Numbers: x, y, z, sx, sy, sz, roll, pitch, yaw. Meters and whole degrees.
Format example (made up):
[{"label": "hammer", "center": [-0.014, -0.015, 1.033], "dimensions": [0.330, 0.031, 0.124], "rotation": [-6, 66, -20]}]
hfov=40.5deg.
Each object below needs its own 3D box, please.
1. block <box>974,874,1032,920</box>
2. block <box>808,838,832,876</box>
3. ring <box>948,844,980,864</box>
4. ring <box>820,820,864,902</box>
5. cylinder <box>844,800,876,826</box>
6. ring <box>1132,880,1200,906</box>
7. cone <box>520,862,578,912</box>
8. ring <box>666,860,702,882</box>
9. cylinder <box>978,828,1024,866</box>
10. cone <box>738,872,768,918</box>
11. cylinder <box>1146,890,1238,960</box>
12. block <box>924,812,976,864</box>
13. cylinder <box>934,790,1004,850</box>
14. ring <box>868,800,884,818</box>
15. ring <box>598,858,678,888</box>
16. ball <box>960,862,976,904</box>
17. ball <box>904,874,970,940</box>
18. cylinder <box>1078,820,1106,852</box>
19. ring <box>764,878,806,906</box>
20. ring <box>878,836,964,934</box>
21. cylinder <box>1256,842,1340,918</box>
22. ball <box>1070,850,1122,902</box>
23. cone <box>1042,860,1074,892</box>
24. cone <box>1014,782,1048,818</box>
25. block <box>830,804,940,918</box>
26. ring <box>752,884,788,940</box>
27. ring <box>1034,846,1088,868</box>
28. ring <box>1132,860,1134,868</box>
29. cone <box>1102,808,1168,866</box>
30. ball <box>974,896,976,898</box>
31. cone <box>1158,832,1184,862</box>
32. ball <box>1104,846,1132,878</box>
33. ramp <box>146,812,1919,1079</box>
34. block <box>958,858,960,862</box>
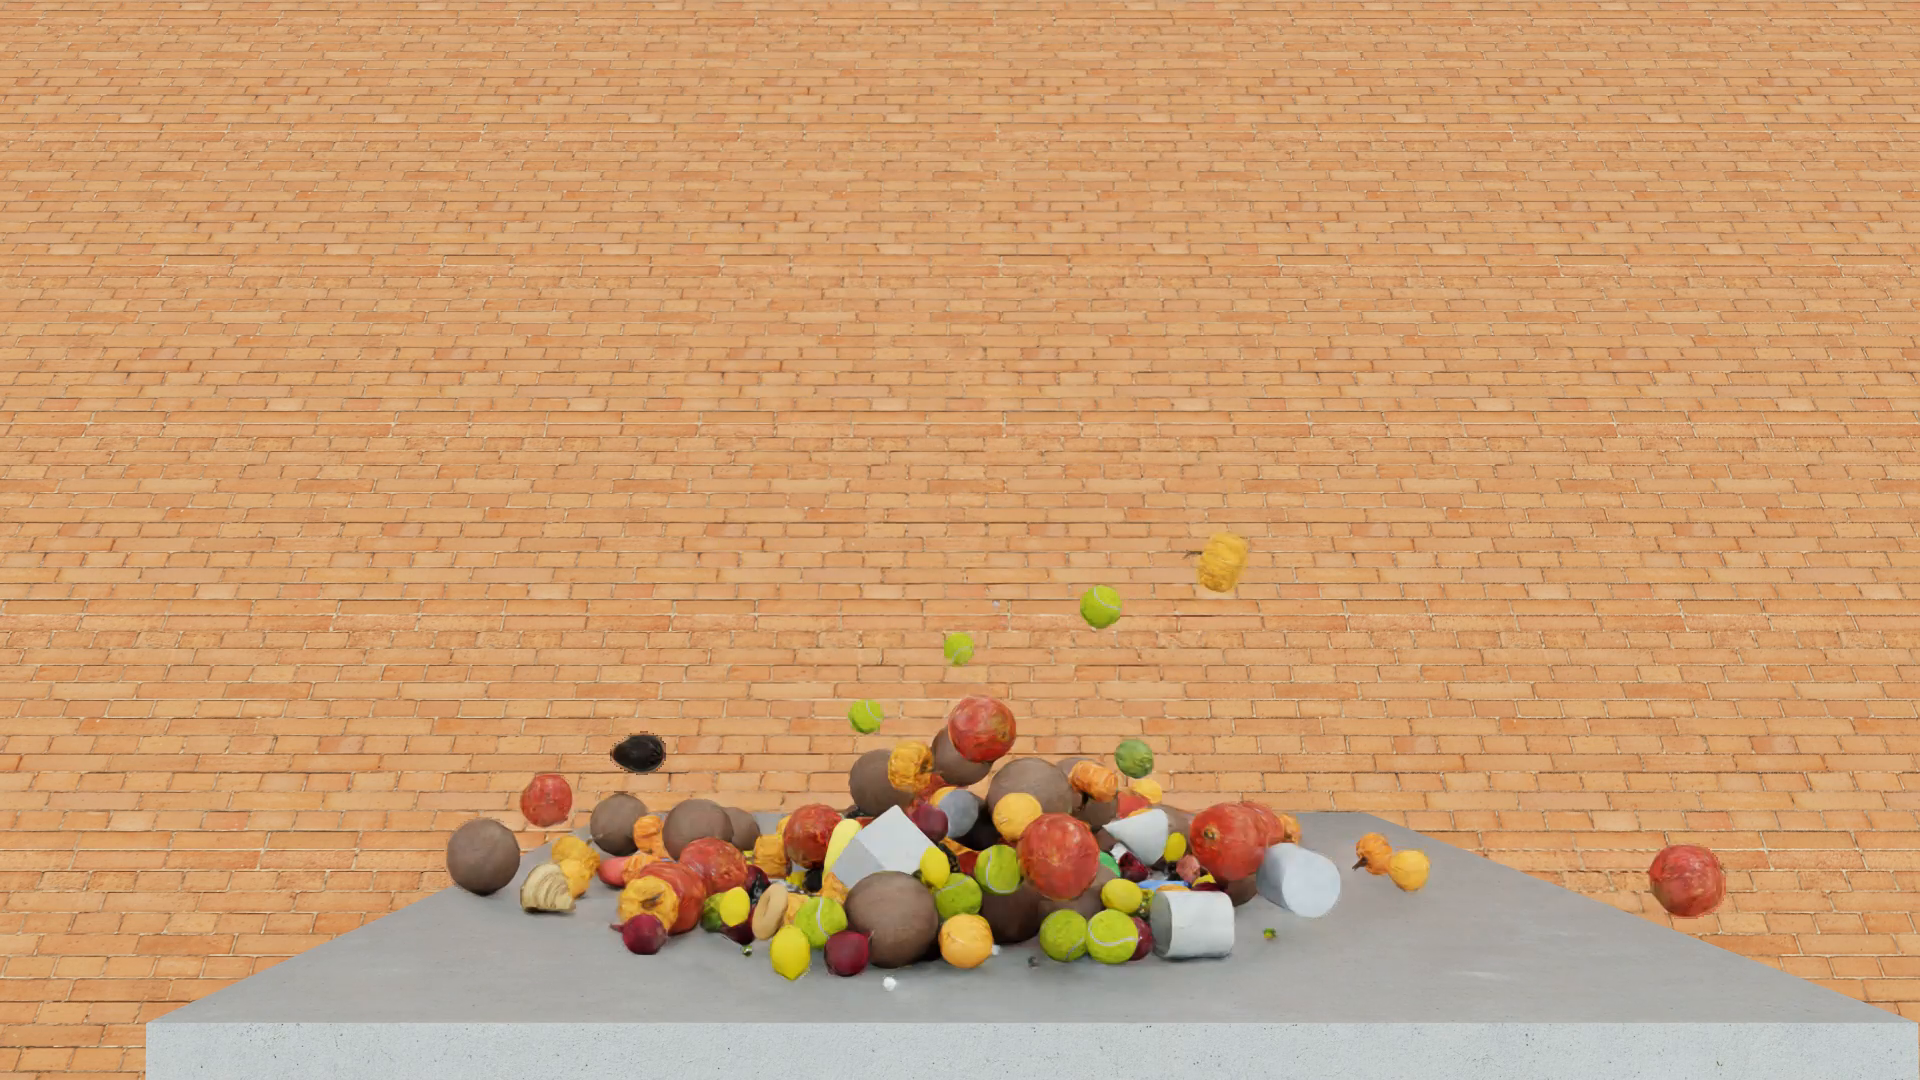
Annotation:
[{"label": "block", "center": [0.068, 0.563, 4.105], "dimensions": [0.060, 0.060, 0.060], "rotation": [-14, -11, 36]}, {"label": "block", "center": [-0.250, 0.601, 4.931], "dimensions": [0.068, 0.068, 0.068], "rotation": [0, -3, -7]}, {"label": "ring", "center": [-0.015, 0.623, 5.132], "dimensions": [0.109, 0.036, 0.109], "rotation": [-11, -5, -1]}, {"label": "ring", "center": [-0.187, 0.515, 4.169], "dimensions": [0.046, 0.138, 0.138], "rotation": [17, 39, 5]}, {"label": "cylinder", "center": [-0.206, 0.576, 5.394], "dimensions": [0.053, 0.053, 0.053], "rotation": [-32, 11, 7]}, {"label": "ring", "center": [0.343, 0.590, 4.342], "dimensions": [0.116, 0.039, 0.116], "rotation": [-1, -3, 0]}, {"label": "cone", "center": [-0.644, 0.577, 4.179], "dimensions": [0.090, 0.090, 0.090], "rotation": [26, 44, 36]}, {"label": "ring", "center": [-0.526, 0.611, 4.814], "dimensions": [0.097, 0.032, 0.097], "rotation": [7, -5, 1]}, {"label": "cylinder", "center": [0.079, 0.611, 5.172], "dimensions": [0.070, 0.070, 0.070], "rotation": [3, 28, -43]}, {"label": "cone", "center": [-0.321, 0.565, 4.159], "dimensions": [0.071, 0.071, 0.071], "rotation": [0, -3, 0]}, {"label": "cylinder", "center": [0.317, 0.525, 3.553], "dimensions": [0.090, 0.090, 0.090], "rotation": [6, 33, -25]}, {"label": "block", "center": [-0.019, 0.601, 5.249], "dimensions": [0.097, 0.097, 0.097], "rotation": [0, -3, 6]}, {"label": "cylinder", "center": [0.014, 0.425, 3.949], "dimensions": [0.077, 0.077, 0.077], "rotation": [-13, 64, 28]}, {"label": "ring", "center": [-0.203, 0.605, 5.597], "dimensions": [0.034, 0.101, 0.101], "rotation": [34, 47, 19]}, {"label": "ring", "center": [-0.580, 0.599, 4.689], "dimensions": [0.143, 0.048, 0.143], "rotation": [3, -5, 0]}, {"label": "ball", "center": [-0.018, 0.557, 4.169], "dimensions": [0.088, 0.088, 0.088], "rotation": [0, 37, 0]}, {"label": "ball", "center": [-0.034, 0.535, 3.791], "dimensions": [0.097, 0.097, 0.097], "rotation": [0, 37, 0]}, {"label": "cylinder", "center": [0.271, 0.614, 5.339], "dimensions": [0.057, 0.057, 0.057], "rotation": [-3, 43, 3]}, {"label": "ring", "center": [-0.297, 0.585, 4.319], "dimensions": [0.083, 0.028, 0.083], "rotation": [17, 6, -2]}, {"label": "ring", "center": [-0.066, 0.515, 3.888], "dimensions": [0.147, 0.147, 0.049], "rotation": [-4, -6, -5]}, {"label": "cylinder", "center": [0.493, 0.496, 3.797], "dimensions": [0.093, 0.093, 0.093], "rotation": [-14, 9, -17]}, {"label": "ball", "center": [0.206, 0.510, 3.937], "dimensions": [0.077, 0.077, 0.077], "rotation": [0, 37, 0]}, {"label": "cone", "center": [0.170, 0.606, 4.586], "dimensions": [0.063, 0.063, 0.063], "rotation": [-30, 31, 22]}, {"label": "cone", "center": [0.174, 0.609, 6.166], "dimensions": [0.078, 0.078, 0.078], "rotation": [6, 62, 8]}, {"label": "block", "center": [-0.104, 0.445, 3.611], "dimensions": [0.092, 0.092, 0.092], "rotation": [45, 45, 12]}, {"label": "ring", "center": [-0.262, 0.515, 3.598], "dimensions": [0.027, 0.081, 0.081], "rotation": [24, 33, -17]}, {"label": "ring", "center": [0.201, 0.626, 5.135], "dimensions": [0.116, 0.039, 0.116], "rotation": [1, -3, 0]}, {"label": "ring", "center": [0.290, 0.624, 5.013], "dimensions": [0.092, 0.031, 0.092], "rotation": [-1, -4, 0]}, {"label": "cone", "center": [0.252, 0.440, 3.920], "dimensions": [0.089, 0.089, 0.089], "rotation": [15, 32, -23]}, {"label": "ball", "center": [0.002, 0.580, 4.317], "dimensions": [0.055, 0.055, 0.055], "rotation": [0, 37, 0]}, {"label": "cone", "center": [0.419, 0.617, 5.270], "dimensions": [0.067, 0.067, 0.067], "rotation": [0, -3, 0]}, {"label": "ball", "center": [0.290, 0.600, 4.829], "dimensions": [0.062, 0.062, 0.062], "rotation": [0, 37, 0]}, {"label": "ramp", "center": [0.082, 0.685, 4.932], "dimensions": [2.000, 0.100, 4.000], "rotation": [0, -3, 0]}, {"label": "block", "center": [-0.060, 0.564, 4.284], "dimensions": [0.084, 0.084, 0.084], "rotation": [2, -3, -40]}]
